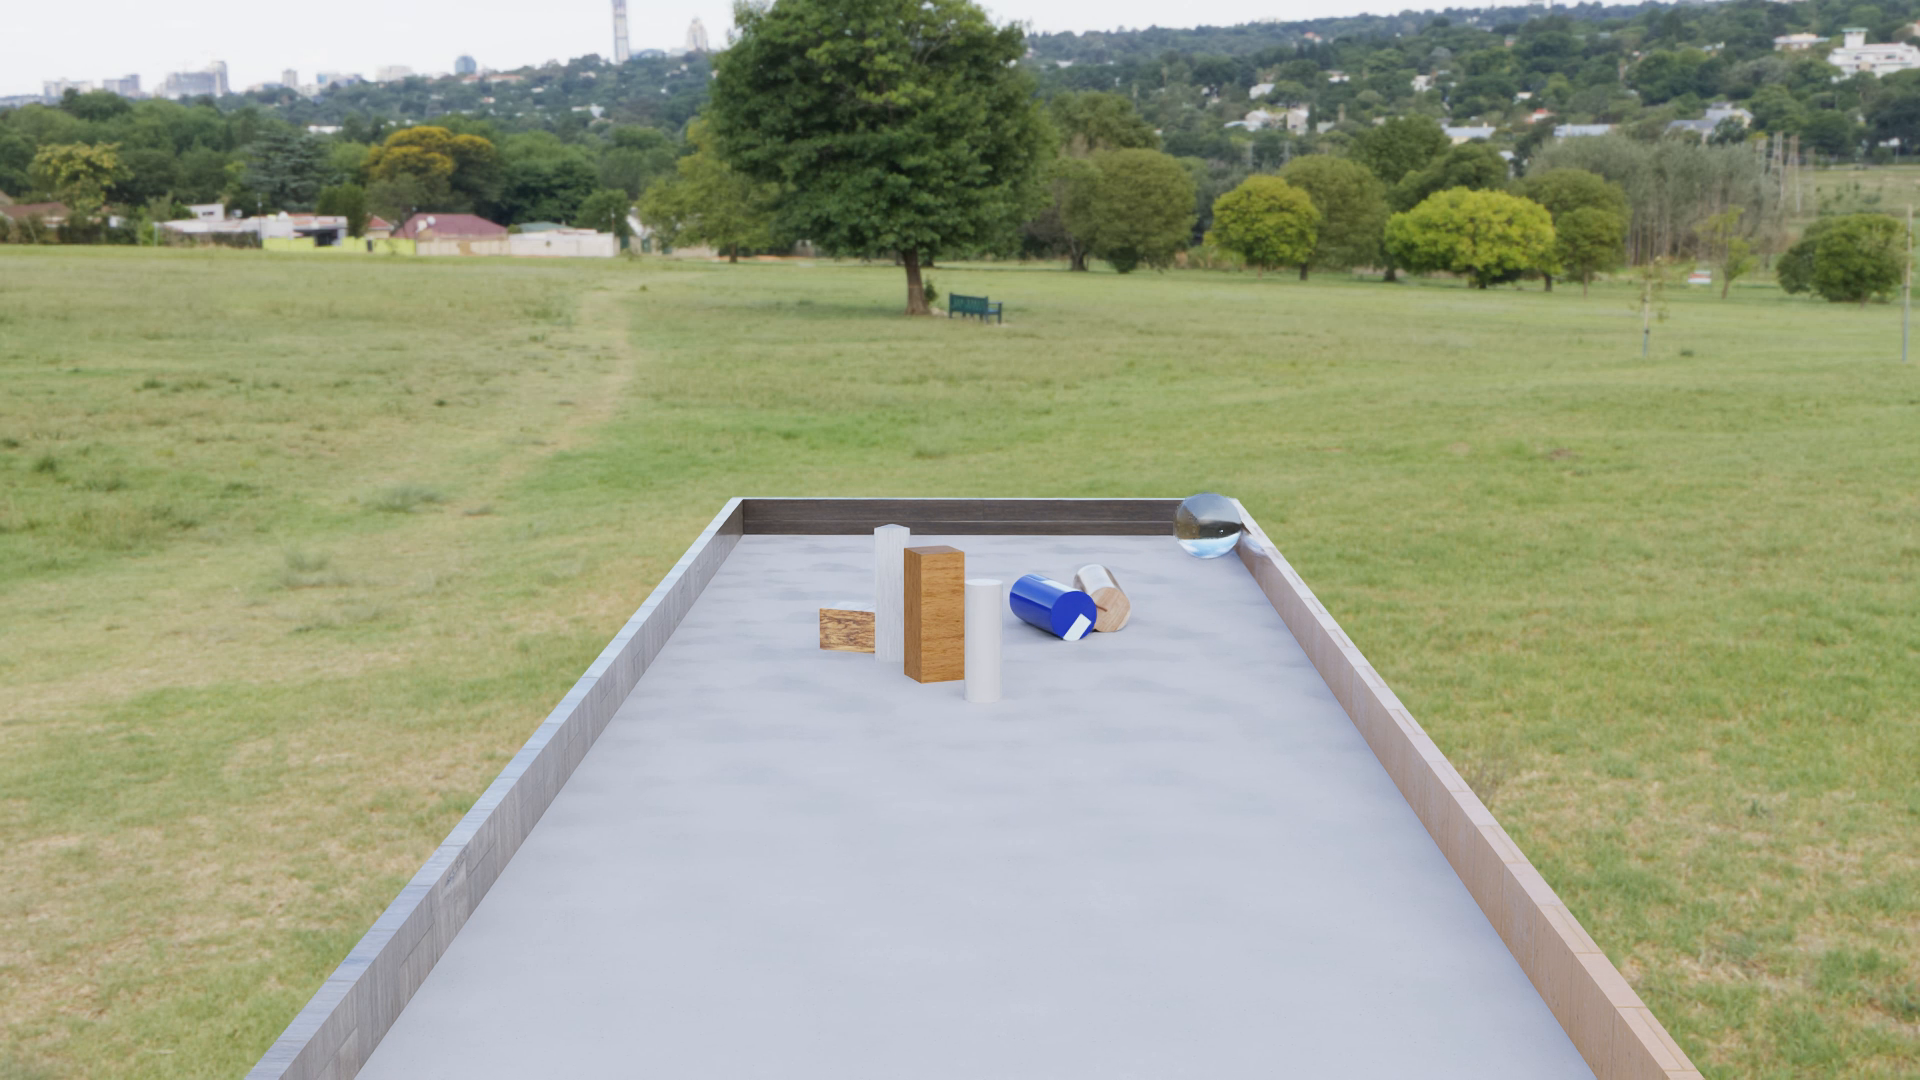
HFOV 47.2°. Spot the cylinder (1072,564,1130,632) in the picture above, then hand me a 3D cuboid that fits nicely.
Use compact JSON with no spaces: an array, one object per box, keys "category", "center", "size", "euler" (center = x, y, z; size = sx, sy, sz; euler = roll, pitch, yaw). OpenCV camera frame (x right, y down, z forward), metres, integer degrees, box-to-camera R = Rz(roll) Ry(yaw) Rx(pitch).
[{"category":"cylinder","center":[0.469,0.191,7.334],"size":[0.147,0.147,0.456],"euler":[0,9,-2]}]

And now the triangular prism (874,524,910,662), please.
[{"category":"triangular prism","center":[-0.206,0.160,6.694],"size":[0.104,0.409,0.090],"euler":[0,9,-2]}]

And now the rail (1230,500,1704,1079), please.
[{"category":"rail","center":[1.046,0.843,3.208],"size":[0.050,0.150,12.000],"euler":[0,9,1]}]

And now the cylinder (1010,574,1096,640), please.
[{"category":"cylinder","center":[0.300,0.216,7.137],"size":[0.161,0.161,0.337],"euler":[-4,10,-22]}]

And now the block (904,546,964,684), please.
[{"category":"block","center":[-0.076,0.216,6.438],"size":[0.136,0.379,0.136],"euler":[-4,10,-23]}]

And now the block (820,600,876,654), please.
[{"category":"block","center":[-0.217,0.279,6.835],"size":[0.422,0.130,0.130],"euler":[3,10,21]}]

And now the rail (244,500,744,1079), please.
[{"category":"rail","center":[-1.004,0.839,3.234],"size":[0.050,0.150,12.000],"euler":[0,9,1]}]

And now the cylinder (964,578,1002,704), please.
[{"category":"cylinder","center":[0.066,0.282,6.164],"size":[0.107,0.333,0.107],"euler":[0,9,0]}]

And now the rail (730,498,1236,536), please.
[{"category":"rail","center":[0.099,-0.098,9.147],"size":[2.100,0.150,0.050],"euler":[0,9,1]}]

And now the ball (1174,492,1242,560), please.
[{"category":"ball","center":[0.961,-0.056,8.533],"size":[0.259,0.259,0.259],"euler":[0,9,0]}]
